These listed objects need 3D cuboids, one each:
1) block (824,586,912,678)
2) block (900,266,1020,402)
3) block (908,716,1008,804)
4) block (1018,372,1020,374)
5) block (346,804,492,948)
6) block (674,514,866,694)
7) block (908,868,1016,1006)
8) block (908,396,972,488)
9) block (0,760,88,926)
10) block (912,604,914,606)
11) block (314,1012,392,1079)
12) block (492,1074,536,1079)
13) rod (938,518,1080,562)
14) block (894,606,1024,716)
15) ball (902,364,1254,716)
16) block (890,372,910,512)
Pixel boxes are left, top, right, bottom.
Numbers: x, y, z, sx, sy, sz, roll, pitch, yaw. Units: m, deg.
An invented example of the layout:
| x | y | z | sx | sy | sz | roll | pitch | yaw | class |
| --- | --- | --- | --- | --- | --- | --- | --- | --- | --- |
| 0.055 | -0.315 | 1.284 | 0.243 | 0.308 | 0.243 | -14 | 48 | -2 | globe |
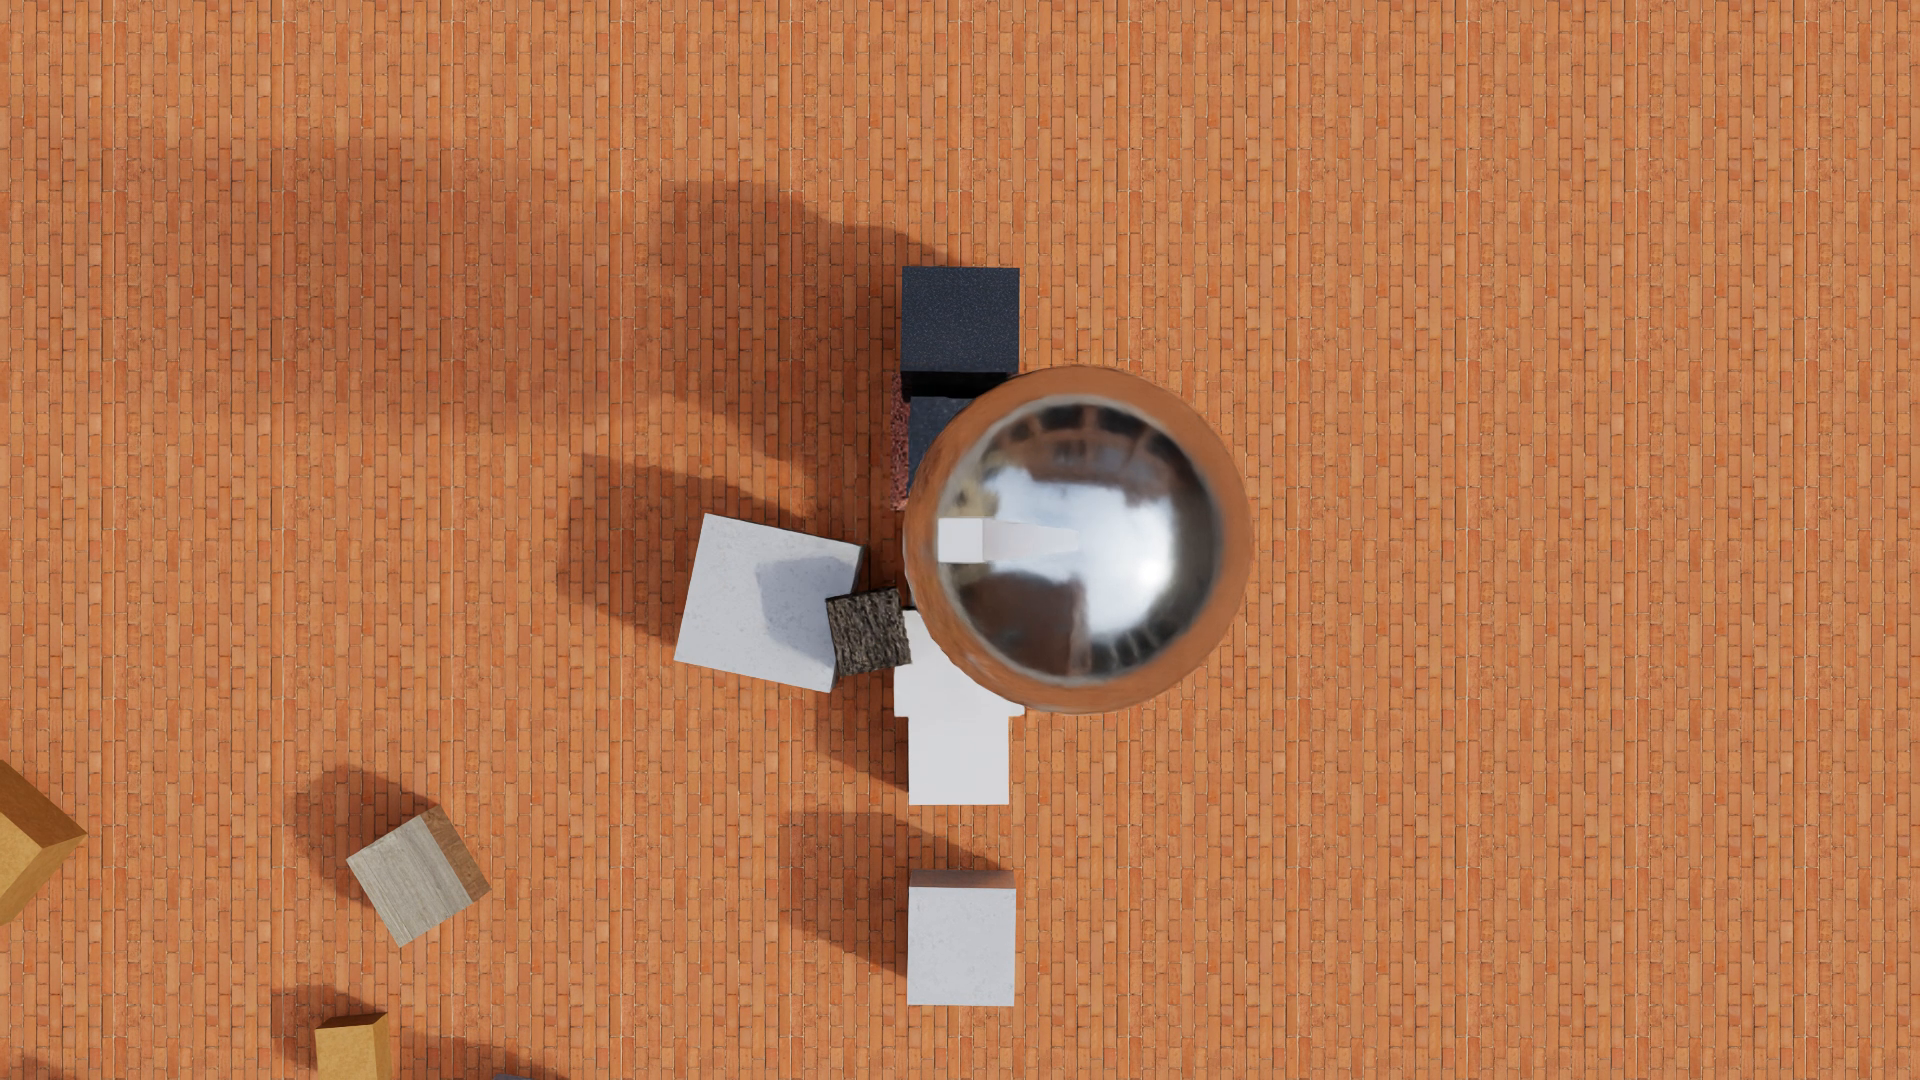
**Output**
| x | y | z | sx | sy | sz | roll | pitch | yaw | class |
| --- | --- | --- | --- | --- | --- | --- | --- | --- | --- |
| -0.507 | 0.498 | 12.095 | 0.395 | 0.378 | 0.416 | -11 | 92 | -5 | block |
| 0.002 | -1.107 | 11.949 | 0.626 | 0.608 | 0.580 | 1 | 78 | 0 | block |
| -0.008 | 1.246 | 12.742 | 0.566 | 0.515 | 0.513 | 0 | 90 | 0 | block |
| 0.005 | -1.218 | 12.654 | 0.651 | 0.691 | 0.572 | 0 | 90 | 0 | block |
| -3.131 | 1.940 | 12.752 | 0.491 | 0.496 | 0.590 | -31 | 90 | 0 | block |
| -1.076 | 0.352 | 12.636 | 0.887 | 0.727 | 0.839 | 12 | 90 | 0 | block |
| 0.009 | 2.279 | 12.661 | 0.600 | 0.678 | 0.658 | 1 | 90 | 0 | block |
| -0.016 | -0.476 | 11.938 | 0.513 | 0.568 | 0.555 | 2 | 90 | 0 | block |
| -5.632 | 1.775 | 12.678 | 0.668 | 0.645 | 0.687 | 41 | 90 | 0 | block |
| -0.017 | 0.117 | 12.726 | 0.517 | 0.548 | 0.518 | 0 | 90 | 0 | block |
| -3.536 | 2.995 | 12.836 | 0.336 | 0.327 | 0.379 | -5 | 90 | 0 | block |
| -2.509 | 3.477 | 12.753 | 0.544 | 0.494 | 0.575 | 9 | 90 | 0 | block |
| 0.231 | 0.000 | 6.642 | 0.080 | 5.200 | 0.080 | 0 | 90 | 5 | rod |
| -0.007 | 0.687 | 12.654 | 0.723 | 0.693 | 0.595 | 0 | 90 | 0 | block |
| 0.532 | 0.000 | 10.029 | 1.600 | 1.600 | 1.600 | 0 | 90 | 0 | ball |
| -0.009 | -0.543 | 12.611 | 0.752 | 0.778 | 0.770 | 0 | 90 | 0 | block |
